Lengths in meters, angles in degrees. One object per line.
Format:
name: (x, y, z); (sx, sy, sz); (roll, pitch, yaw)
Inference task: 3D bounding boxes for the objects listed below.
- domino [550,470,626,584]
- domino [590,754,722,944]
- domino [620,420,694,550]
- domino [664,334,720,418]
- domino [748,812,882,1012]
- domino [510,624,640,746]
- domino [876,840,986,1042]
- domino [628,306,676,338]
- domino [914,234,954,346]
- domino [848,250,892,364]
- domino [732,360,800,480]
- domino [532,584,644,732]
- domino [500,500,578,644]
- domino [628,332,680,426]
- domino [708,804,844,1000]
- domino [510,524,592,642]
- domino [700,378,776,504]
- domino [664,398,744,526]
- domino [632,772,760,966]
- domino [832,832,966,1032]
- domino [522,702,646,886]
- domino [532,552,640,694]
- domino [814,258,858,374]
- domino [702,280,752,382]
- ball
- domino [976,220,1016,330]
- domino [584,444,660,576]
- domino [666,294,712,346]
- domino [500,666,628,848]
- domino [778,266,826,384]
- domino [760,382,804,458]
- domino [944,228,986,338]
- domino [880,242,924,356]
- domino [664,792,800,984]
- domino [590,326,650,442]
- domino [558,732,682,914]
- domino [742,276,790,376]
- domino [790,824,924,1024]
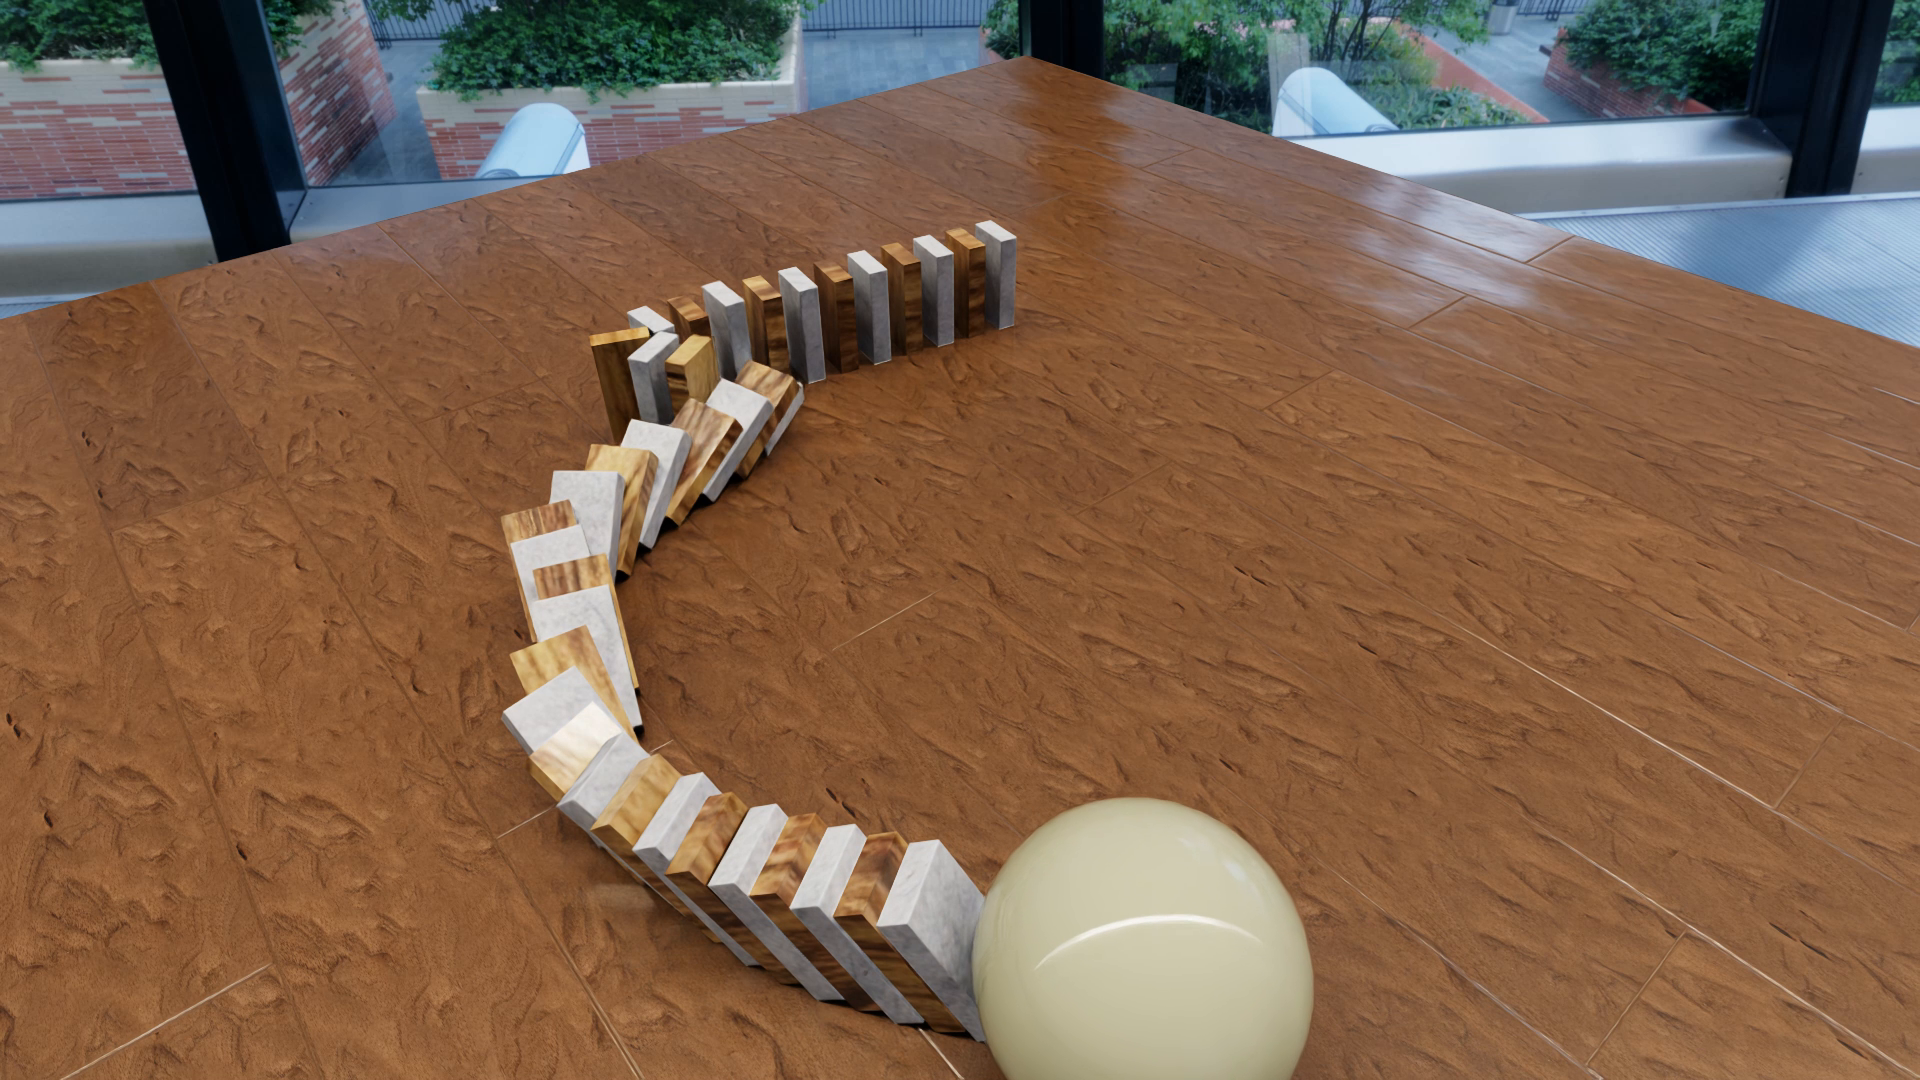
domino: (-0.145, -0.001, 0.423); (0.025, 0.010, 0.050); (1, 75, 1)
domino: (-0.077, 0.087, 0.309); (0.009, 0.050, 0.025); (-24, 25, 36)
domino: (-0.131, -0.023, 0.451); (0.025, 0.009, 0.050); (12, 74, 15)
domino: (-0.117, -0.062, 0.488); (0.010, 0.050, 0.025); (12, 41, 14)
domino: (-0.033, 0.099, 0.292); (0.009, 0.050, 0.025); (-17, 30, 32)
domino: (-0.123, 0.055, 0.355); (0.025, 0.010, 0.050); (-23, 78, -25)
domino: (0.000, 0.104, 0.286); (0.009, 0.050, 0.025); (-17, 30, 32)
domino: (-0.139, -0.080, 0.509); (0.010, 0.050, 0.025); (-30, 48, -31)
domino: (-0.013, -0.129, 0.568); (0.009, 0.050, 0.025); (-20, 43, -22)
domino: (-0.046, -0.117, 0.554); (0.009, 0.050, 0.025); (-20, 43, -23)
domino: (-0.095, -0.054, 0.489); (0.025, 0.010, 0.050); (23, 75, 19)
domino: (-0.125, 0.043, 0.371); (0.025, 0.009, 0.050); (-14, 75, -16)
domino: (-0.151, 0.012, 0.407); (0.025, 0.010, 0.050); (-16, 75, -16)
domino: (-0.132, -0.064, 0.490); (0.009, 0.050, 0.025); (13, 41, 16)
domino: (-0.044, 0.097, 0.295); (0.009, 0.050, 0.025); (-17, 30, 32)
domino: (-0.142, 0.022, 0.396); (0.025, 0.010, 0.050); (-17, 76, -16)
domino: (-0.105, -0.043, 0.476); (0.025, 0.009, 0.050); (25, 75, 19)
domino: (-0.116, -0.033, 0.464); (0.025, 0.010, 0.050); (25, 75, 19)
domino: (-0.065, 0.091, 0.303); (0.009, 0.050, 0.025); (-18, 28, 33)
domino: (-0.011, 0.103, 0.288); (0.009, 0.050, 0.025); (-17, 30, 32)
domino: (-0.103, 0.076, 0.329); (0.050, 0.010, 0.025); (46, 49, -2)
domino: (-0.130, 0.032, 0.384); (0.025, 0.009, 0.050); (-14, 75, -16)
domino: (-0.062, -0.111, 0.547); (0.010, 0.050, 0.025); (-20, 43, -23)
domino: (-0.111, -0.096, 0.528); (0.010, 0.050, 0.025); (-25, 45, -27)
ball: (0.043, 0.102, 0.263); (0.080, 0.080, 0.080); (0, 39, 0)
domino: (0.019, -0.140, 0.583); (0.009, 0.050, 0.025); (-21, 44, -24)
domino: (-0.139, -0.012, 0.437); (0.025, 0.010, 0.050); (7, 74, 8)
domino: (-0.124, -0.086, 0.517); (0.010, 0.050, 0.025); (-24, 45, -26)
domino: (-0.115, 0.067, 0.340); (0.025, 0.010, 0.050); (-37, 88, -35)
domino: (-0.077, -0.105, 0.540); (0.009, 0.050, 0.025); (-21, 44, -23)
domino: (-0.093, -0.058, 0.514); (0.025, 0.009, 0.050); (9, 40, 10)
domino: (0.003, -0.134, 0.575); (0.009, 0.050, 0.025); (-20, 43, -23)
domino: (-0.030, -0.123, 0.561); (0.009, 0.050, 0.025); (-20, 43, -23)
domino: (-0.055, 0.095, 0.298); (0.010, 0.050, 0.025); (-18, 30, 33)
domino: (-0.149, -0.070, 0.497); (0.025, 0.050, 0.009); (-13, 41, -15)
domino: (-0.088, 0.082, 0.317); (0.009, 0.050, 0.025); (-28, 22, 38)
domino: (-0.093, -0.099, 0.532); (0.009, 0.050, 0.025); (-21, 44, -24)
domino: (-0.022, 0.101, 0.290); (0.009, 0.050, 0.025); (-17, 30, 32)
